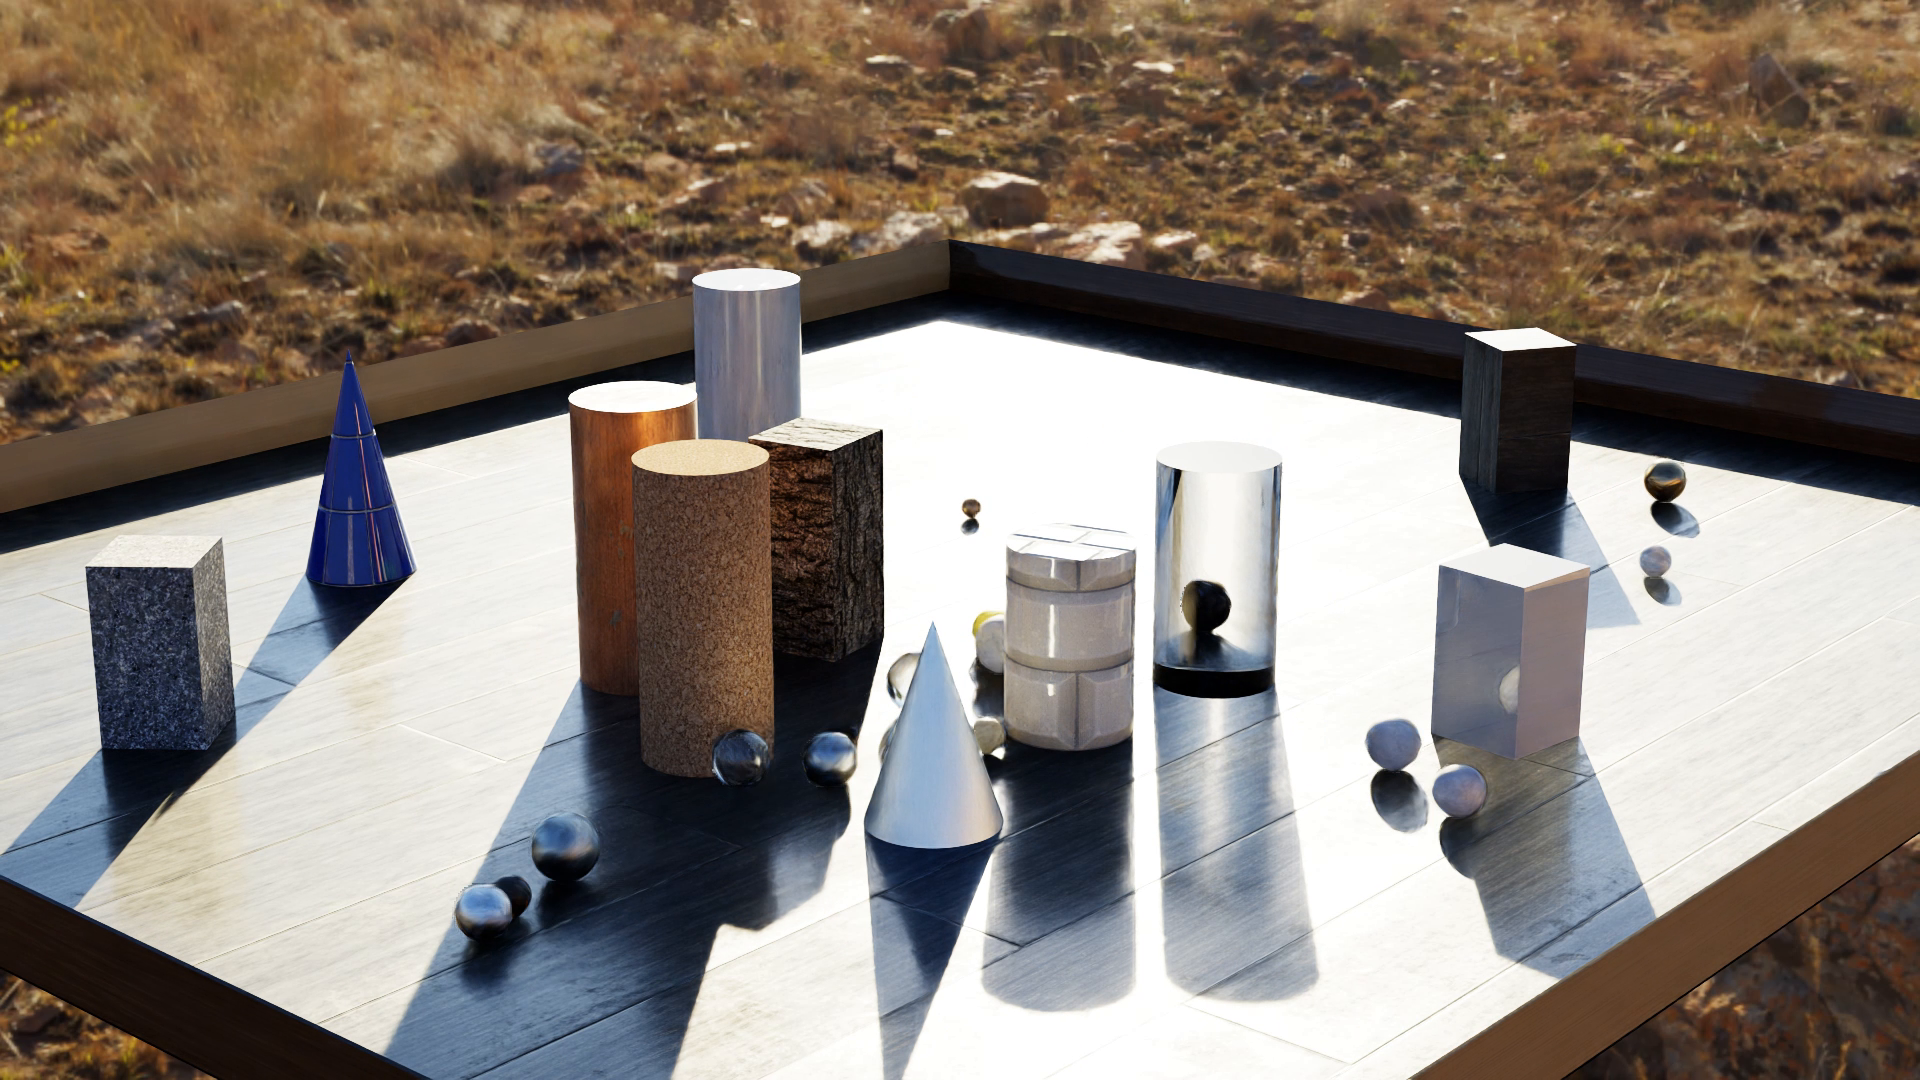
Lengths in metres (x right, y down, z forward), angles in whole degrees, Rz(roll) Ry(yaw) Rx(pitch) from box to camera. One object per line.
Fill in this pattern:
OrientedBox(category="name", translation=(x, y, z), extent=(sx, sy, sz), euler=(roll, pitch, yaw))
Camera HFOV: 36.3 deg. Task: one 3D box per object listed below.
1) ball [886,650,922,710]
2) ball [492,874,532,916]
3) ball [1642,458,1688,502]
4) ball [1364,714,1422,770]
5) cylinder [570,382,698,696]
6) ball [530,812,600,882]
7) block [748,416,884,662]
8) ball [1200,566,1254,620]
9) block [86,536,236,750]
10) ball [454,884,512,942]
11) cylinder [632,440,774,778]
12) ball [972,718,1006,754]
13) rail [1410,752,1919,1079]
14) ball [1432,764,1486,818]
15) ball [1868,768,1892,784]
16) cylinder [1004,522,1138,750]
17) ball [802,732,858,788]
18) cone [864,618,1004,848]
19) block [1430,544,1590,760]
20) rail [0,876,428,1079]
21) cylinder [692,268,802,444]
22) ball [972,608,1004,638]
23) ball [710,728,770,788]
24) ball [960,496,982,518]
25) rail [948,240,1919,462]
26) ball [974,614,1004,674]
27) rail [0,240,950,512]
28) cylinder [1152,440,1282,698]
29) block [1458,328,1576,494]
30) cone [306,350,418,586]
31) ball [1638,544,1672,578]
OrientedBox(category="ball", translation=(-0.066, 0.221, 4.550), extent=(0.100, 0.100, 0.100), euler=(0, 17, 0))
OrientedBox(category="ball", translation=(-0.587, 0.463, 3.820), extent=(0.056, 0.056, 0.056), euler=(0, 17, 0))
OrientedBox(category="ball", translation=(1.369, -0.116, 5.696), extent=(0.084, 0.084, 0.084), euler=(0, 17, 0))
OrientedBox(category="ball", translation=(0.638, 0.298, 4.323), extent=(0.083, 0.083, 0.083), euler=(0, 17, 0))
OrientedBox(category="cylinder", translation=(-0.513, -0.004, 4.666), extent=(0.200, 0.463, 0.200), euler=(0, 17, 0))
OrientedBox(category="ball", translation=(-0.529, 0.411, 3.928), extent=(0.093, 0.093, 0.093), euler=(0, 17, 0))
OrientedBox(category="block", translation=(-0.235, -0.003, 4.846), extent=(0.160, 0.358, 0.160), euler=(9, 19, 29))
OrientedBox(category="ball", translation=(0.455, 0.090, 4.997), extent=(0.092, 0.092, 0.092), euler=(0, 17, 0))
OrientedBox(category="block", translation=(-1.210, 0.154, 4.446), extent=(0.160, 0.288, 0.160), euler=(1, 17, 2))
OrientedBox(category="ball", translation=(-0.609, 0.476, 3.748), extent=(0.073, 0.073, 0.073), euler=(0, 17, 0))
OrientedBox(category="cylinder", translation=(-0.377, 0.099, 4.328), extent=(0.200, 0.460, 0.200), euler=(0, 17, 0))
OrientedBox(category="ball", translation=(0.040, 0.293, 4.387), extent=(0.055, 0.055, 0.055), euler=(0, 17, 0))
OrientedBox(category="rail", translation=(1.286, 0.354, 4.051), extent=(0.045, 0.130, 3.888), euler=(14, 22, 39))
OrientedBox(category="ball", translation=(0.706, 0.355, 4.146), extent=(0.076, 0.076, 0.076), euler=(0, 17, 0))
OrientedBox(category="ball", translation=(1.322, 0.355, 4.162), extent=(0.066, 0.066, 0.066), euler=(0, 17, 0))
OrientedBox(category="cylinder", translation=(0.167, 0.144, 4.457), extent=(0.200, 0.300, 0.200), euler=(0, 17, 0))
OrientedBox(category="ball", translation=(-0.188, 0.319, 4.256), extent=(0.082, 0.082, 0.082), euler=(0, 17, 0))
OrientedBox(category="cone", translation=(-0.038, 0.252, 4.096), extent=(0.200, 0.302, 0.200), euler=(0, 17, 0))
OrientedBox(category="block", translation=(0.831, 0.167, 4.435), extent=(0.160, 0.270, 0.160), euler=(-15, 22, -40))
OrientedBox(category="rail", translation=(-1.259, 0.451, 3.731), extent=(3.454, 0.130, 0.045), euler=(14, 22, 39))
OrientedBox(category="cylinder", translation=(-0.397, -0.261, 5.513), extent=(0.200, 0.466, 0.200), euler=(0, 17, 0))
OrientedBox(category="ball", translation=(0.054, 0.147, 4.845), extent=(0.070, 0.070, 0.070), euler=(0, 17, 0))
OrientedBox(category="ball", translation=(-0.319, 0.317, 4.256), extent=(0.086, 0.086, 0.086), euler=(0, 17, 0))
OrientedBox(category="ball", translation=(0.022, -0.062, 5.589), extent=(0.041, 0.041, 0.041), euler=(0, 17, 0))
OrientedBox(category="rail", translation=(1.259, -0.386, 6.508), extent=(3.454, 0.130, 0.045), euler=(14, 22, 39))
OrientedBox(category="ball", translation=(0.071, 0.168, 4.734), extent=(0.095, 0.095, 0.095), euler=(0, 17, 0))
OrientedBox(category="rail", translation=(-1.286, -0.289, 6.189), extent=(0.045, 0.130, 3.888), euler=(14, 22, 39))
OrientedBox(category="cylinder", translation=(0.408, 0.045, 4.666), extent=(0.200, 0.369, 0.200), euler=(0, 17, 0))
OrientedBox(category="block", translation=(1.103, -0.257, 5.811), extent=(0.160, 0.288, 0.160), euler=(-5, 18, -17))
OrientedBox(category="cone", translation=(-1.077, -0.142, 5.218), extent=(0.200, 0.409, 0.200), euler=(0, 17, 0))
OrientedBox(category="ball", translation=(1.240, 0.037, 5.231), extent=(0.059, 0.059, 0.059), euler=(0, 17, 0))
